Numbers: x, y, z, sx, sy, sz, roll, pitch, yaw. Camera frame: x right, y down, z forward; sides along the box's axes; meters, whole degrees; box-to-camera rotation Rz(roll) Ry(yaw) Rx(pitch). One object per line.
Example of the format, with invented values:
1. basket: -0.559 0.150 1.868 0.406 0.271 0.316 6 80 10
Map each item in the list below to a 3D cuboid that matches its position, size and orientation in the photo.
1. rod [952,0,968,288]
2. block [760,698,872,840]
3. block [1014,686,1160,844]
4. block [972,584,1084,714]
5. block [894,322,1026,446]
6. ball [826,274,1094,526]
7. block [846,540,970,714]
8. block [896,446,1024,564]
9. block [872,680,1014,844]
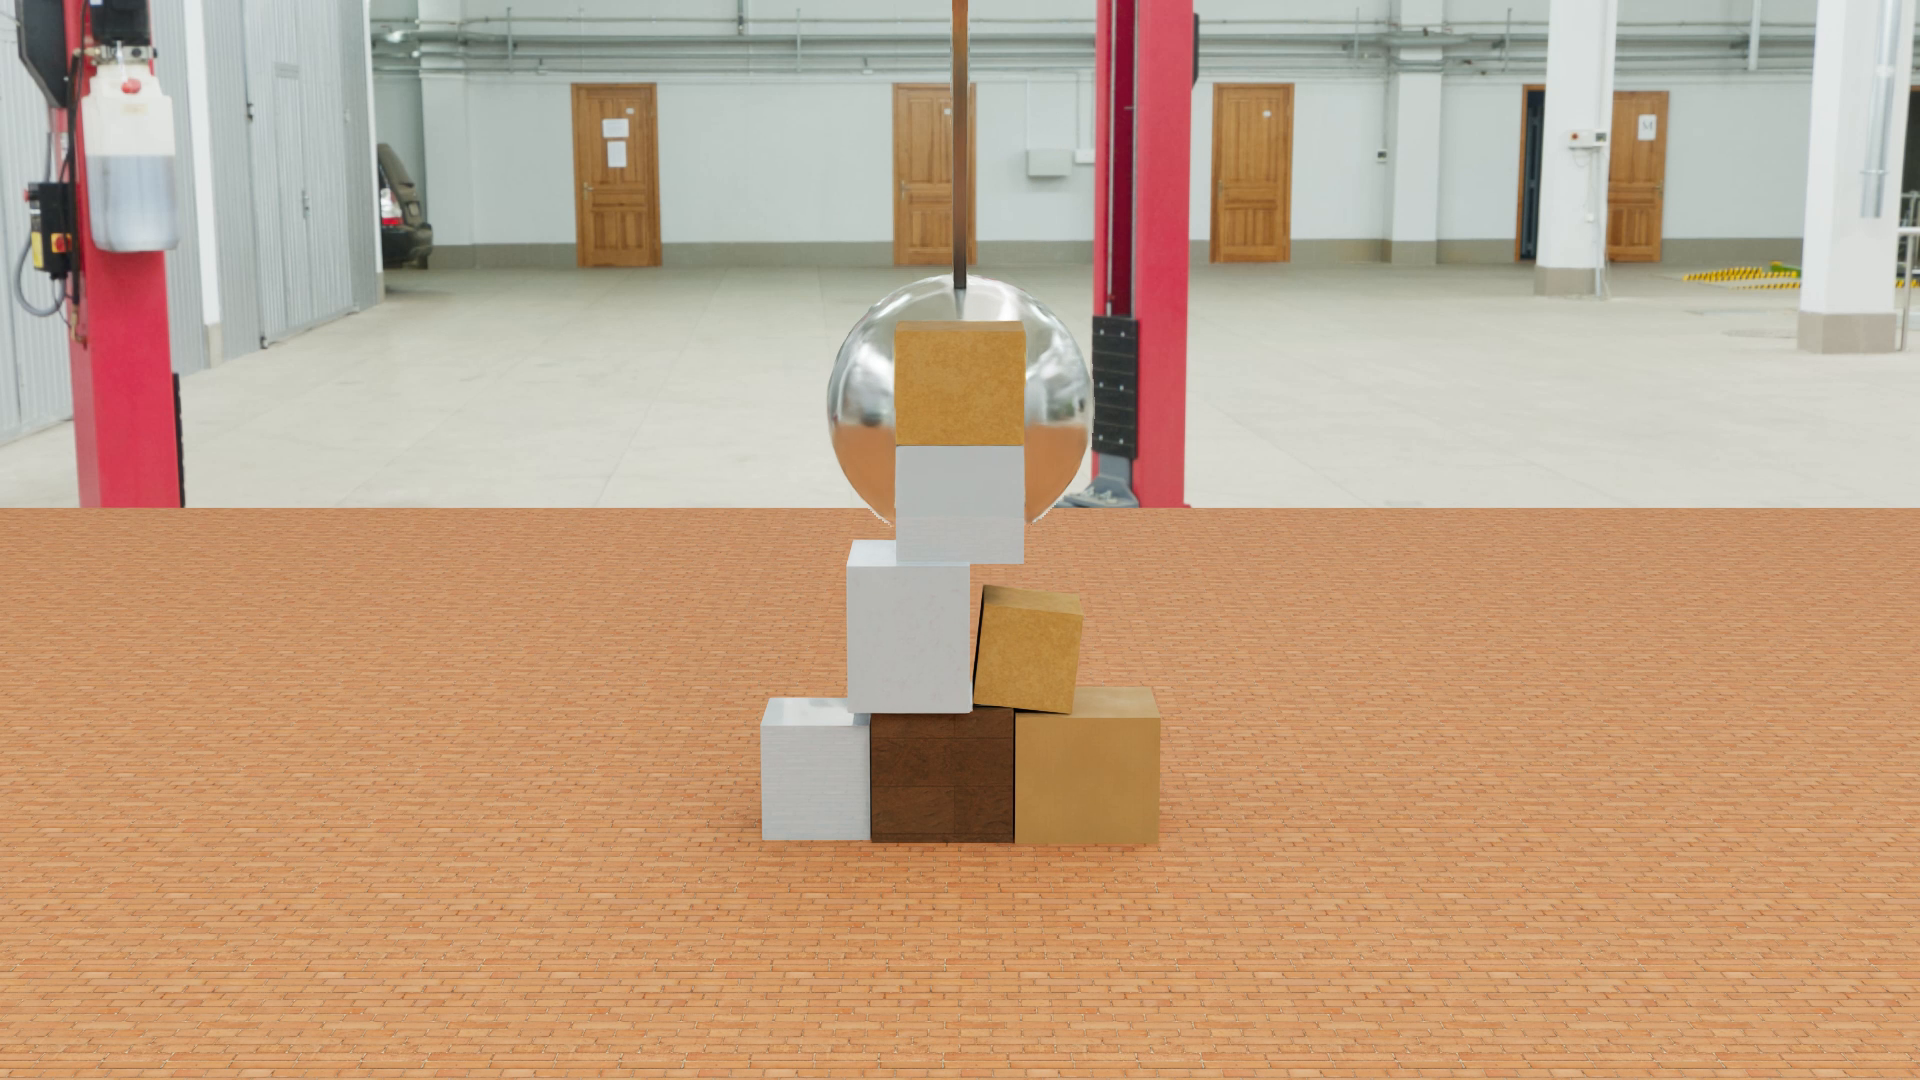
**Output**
1. rod: 0.000 -3.715 11.418 0.080 5.200 0.080 0 31 0
2. block: -0.730 1.179 11.397 0.550 0.602 0.559 0 10 0
3. block: 0.642 1.156 11.375 0.727 0.656 0.632 0 10 0
4. block: 0.341 0.553 11.275 0.501 0.512 0.511 6 10 -1
5. block: 0.000 -0.793 11.025 0.635 0.558 0.602 0 10 0
6. ball: 0.000 -0.787 13.146 1.600 1.600 1.600 0 10 0
7. block: -0.255 0.431 11.257 0.609 0.746 0.727 0 10 0
8. block: 0.000 -0.231 11.153 0.634 0.594 0.639 0 10 0
9. block: -0.089 1.139 11.375 0.713 0.689 0.622 0 10 0
